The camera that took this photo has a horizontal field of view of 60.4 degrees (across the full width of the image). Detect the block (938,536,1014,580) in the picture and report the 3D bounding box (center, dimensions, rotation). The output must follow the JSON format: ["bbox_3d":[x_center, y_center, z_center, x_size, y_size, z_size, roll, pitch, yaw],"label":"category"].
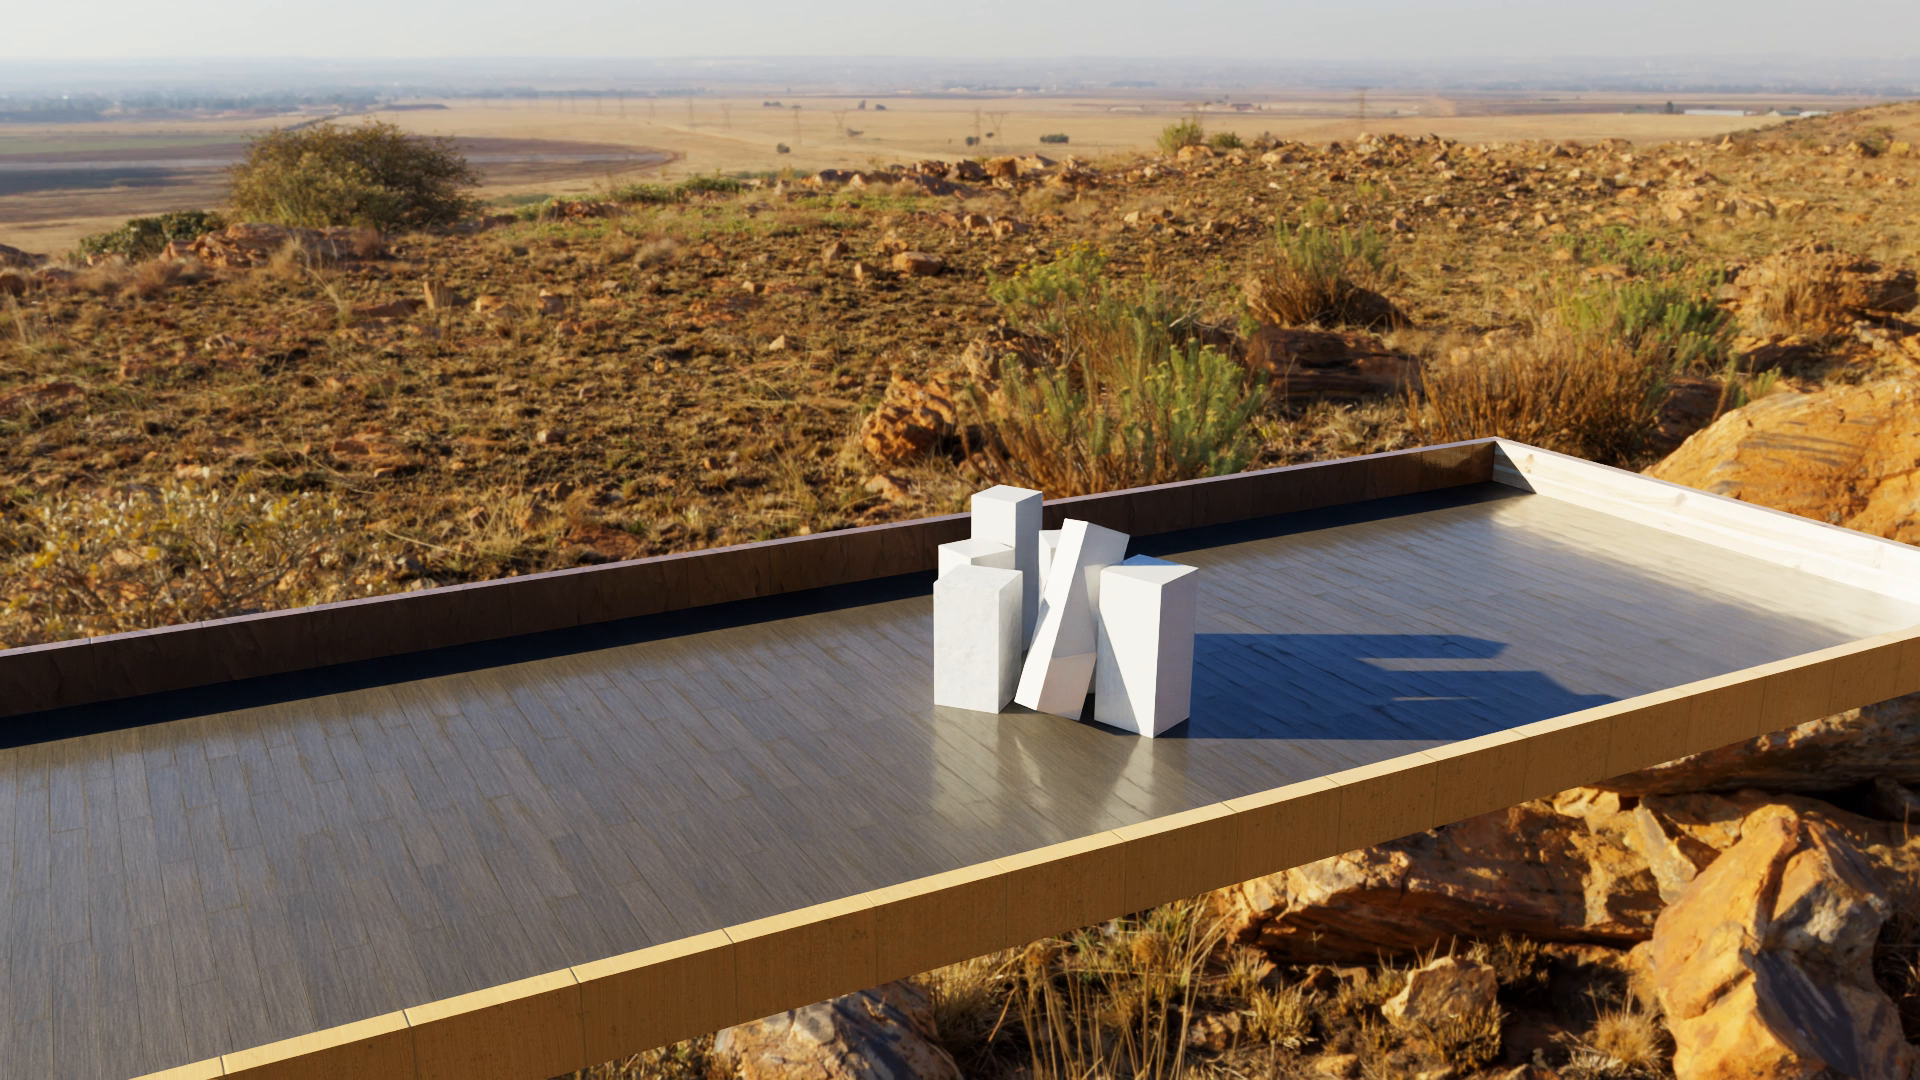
[{"bbox_3d":[0.042,0.171,4.208,0.137,0.319,0.137,-11,20,-34],"label":"block"}]

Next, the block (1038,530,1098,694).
[{"bbox_3d":[0.289,0.176,4.085,0.164,0.374,0.164,-2,15,-6],"label":"block"}]

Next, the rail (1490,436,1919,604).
[{"bbox_3d":[2.466,-0.048,5.253,0.050,0.150,2.100,-9,18,-27],"label":"rail"}]

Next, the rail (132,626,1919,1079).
[{"bbox_3d":[-2.336,1.006,1.665,12.000,0.150,0.050,-9,18,-27],"label":"rail"}]

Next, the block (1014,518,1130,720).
[{"bbox_3d":[0.263,0.186,3.882,0.117,0.450,0.117,16,-2,-23],"label":"block"}]

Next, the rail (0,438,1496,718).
[{"bbox_3d":[-3.305,0.497,3.399,12.000,0.150,0.050,-9,18,-27],"label":"rail"}]

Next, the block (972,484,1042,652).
[{"bbox_3d":[0.123,0.079,4.349,0.134,0.416,0.134,11,20,32],"label":"block"}]

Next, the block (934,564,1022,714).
[{"bbox_3d":[0.045,0.237,4.002,0.164,0.309,0.164,6,18,21],"label":"block"}]

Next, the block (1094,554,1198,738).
[{"bbox_3d":[0.435,0.245,3.855,0.162,0.372,0.162,14,22,36],"label":"block"}]
